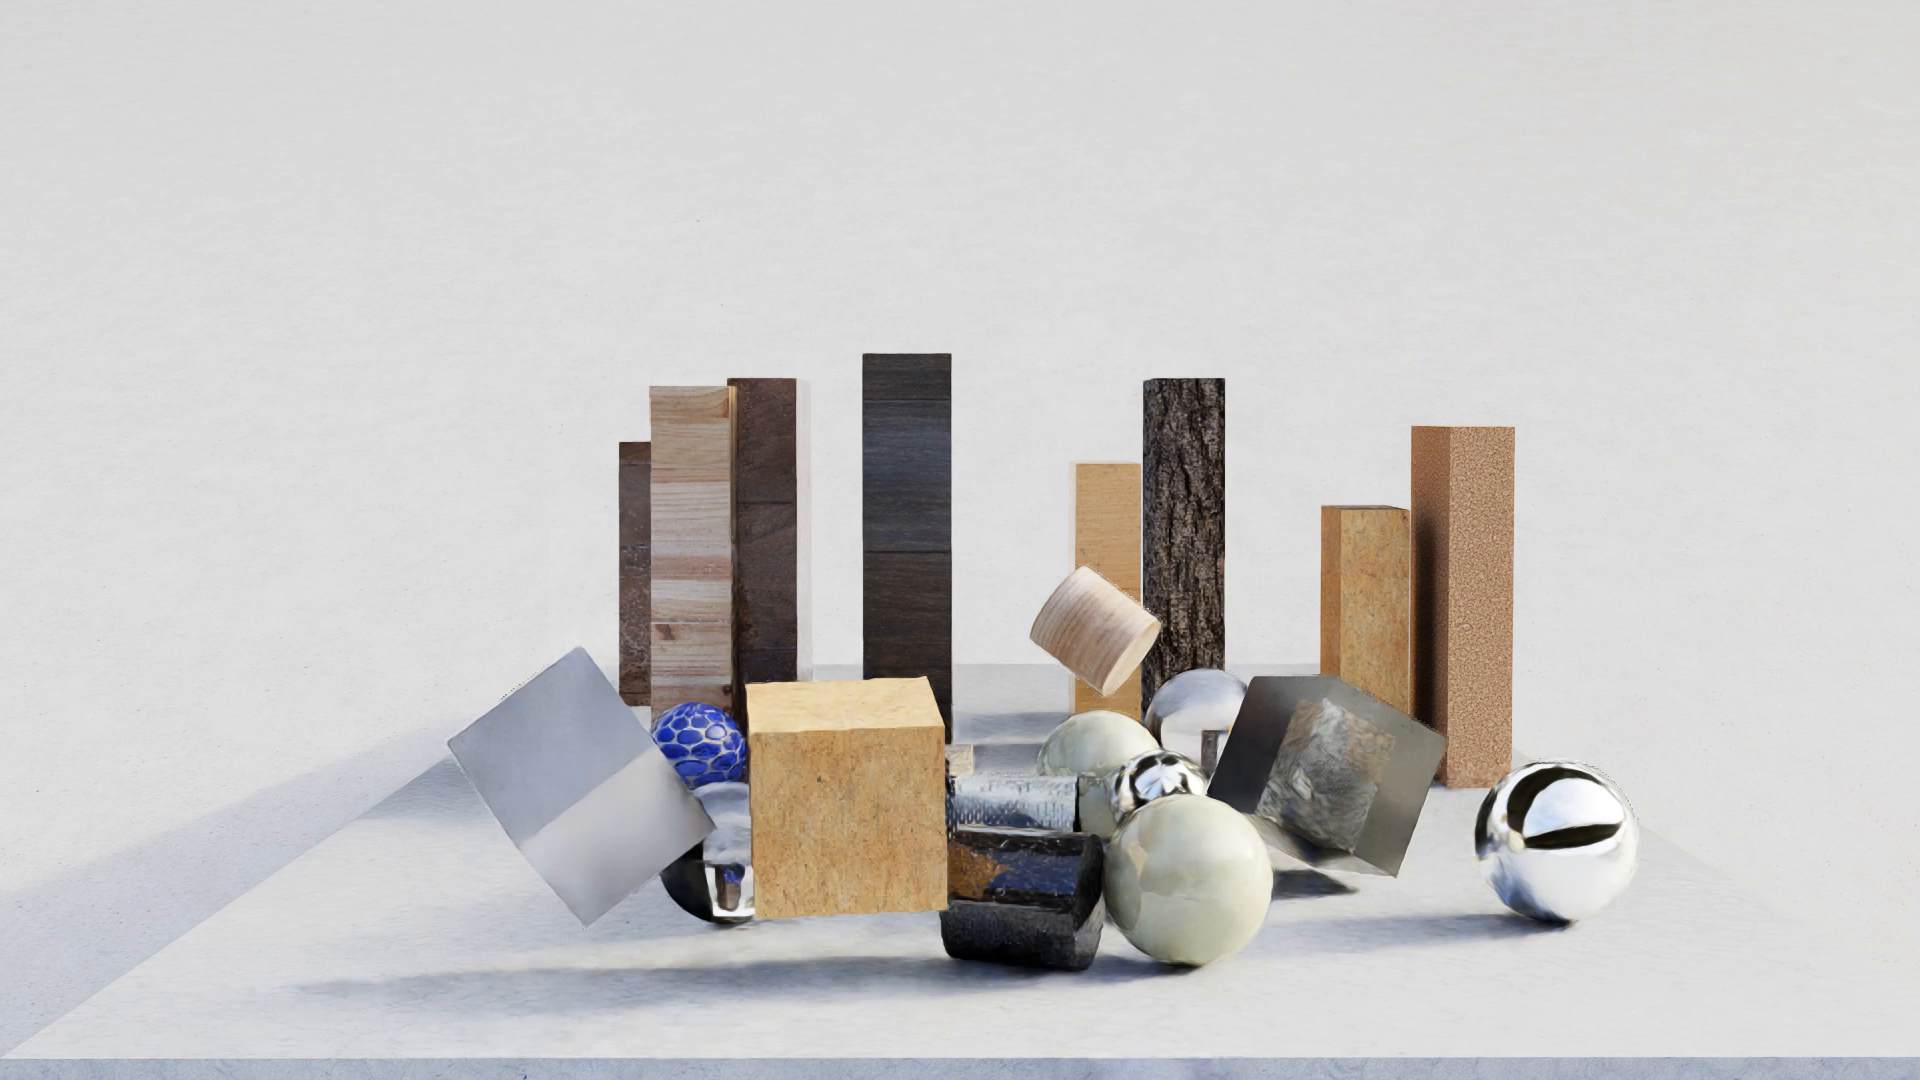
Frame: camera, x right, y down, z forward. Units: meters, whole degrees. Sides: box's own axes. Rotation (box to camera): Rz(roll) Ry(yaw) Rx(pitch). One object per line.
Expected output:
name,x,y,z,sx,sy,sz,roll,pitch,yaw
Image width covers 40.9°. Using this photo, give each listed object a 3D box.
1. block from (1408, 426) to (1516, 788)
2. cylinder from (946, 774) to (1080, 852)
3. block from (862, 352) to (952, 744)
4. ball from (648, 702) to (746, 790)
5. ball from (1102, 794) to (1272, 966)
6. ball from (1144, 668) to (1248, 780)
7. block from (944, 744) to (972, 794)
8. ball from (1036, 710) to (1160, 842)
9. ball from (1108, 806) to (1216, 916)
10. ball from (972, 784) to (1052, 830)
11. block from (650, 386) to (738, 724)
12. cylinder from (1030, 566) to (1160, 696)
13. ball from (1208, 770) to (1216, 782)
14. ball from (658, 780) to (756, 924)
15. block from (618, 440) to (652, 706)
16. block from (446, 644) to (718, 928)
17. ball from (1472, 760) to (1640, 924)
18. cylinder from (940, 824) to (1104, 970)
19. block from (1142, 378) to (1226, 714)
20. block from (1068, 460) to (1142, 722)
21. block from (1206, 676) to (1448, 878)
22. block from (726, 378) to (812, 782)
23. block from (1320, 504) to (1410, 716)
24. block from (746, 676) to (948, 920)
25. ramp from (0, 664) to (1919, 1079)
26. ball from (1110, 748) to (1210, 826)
block,0.879,0.105,4.526,0.109,0.611,0.372,0,3,0
cylinder,0.070,0.387,3.342,0.164,0.164,0.164,0,22,5
block,-0.087,0.051,4.415,0.147,0.733,0.377,0,3,0
ball,-0.429,0.346,4.160,0.167,0.167,0.167,0,22,0
ball,0.261,0.390,2.957,0.196,0.196,0.196,0,22,0
ball,0.412,0.318,4.310,0.207,0.207,0.207,0,22,0
block,-0.076,0.376,3.634,0.159,0.159,0.159,1,3,12
ball,0.209,0.350,3.815,0.194,0.194,0.194,0,22,0
ball,0.255,0.405,3.252,0.137,0.137,0.137,0,22,0
ball,0.073,0.399,3.613,0.114,0.114,0.114,0,22,0
block,-0.445,0.077,4.441,0.131,0.679,0.391,0,3,0
cylinder,0.170,0.114,3.235,0.117,0.117,0.117,37,35,17
ball,0.427,0.385,3.849,0.119,0.119,0.119,0,22,0
ball,-0.289,0.388,3.194,0.177,0.177,0.177,0,22,0
block,-0.691,0.067,5.730,0.090,0.572,0.356,0,3,0
block,-0.419,0.274,2.863,0.182,0.182,0.182,-37,50,-8
ball,0.741,0.375,3.201,0.202,0.202,0.202,0,22,0
cylinder,0.074,0.408,2.947,0.155,0.155,0.155,2,22,16
block,0.460,0.020,5.320,0.139,0.704,0.361,0,3,0
block,0.268,0.126,4.806,0.118,0.543,0.308,0,3,0
block,0.491,0.317,3.478,0.201,0.201,0.201,29,-14,-21
block,-0.338,0.061,4.610,0.119,0.694,0.445,0,3,0
block,0.715,0.176,4.557,0.118,0.468,0.248,0,3,0
block,-0.130,0.286,2.891,0.210,0.210,0.210,-2,12,-6
ramp,0.051,0.462,4.533,2.000,0.100,4.000,0,3,0
ball,0.286,0.371,3.665,0.146,0.146,0.146,0,22,0
